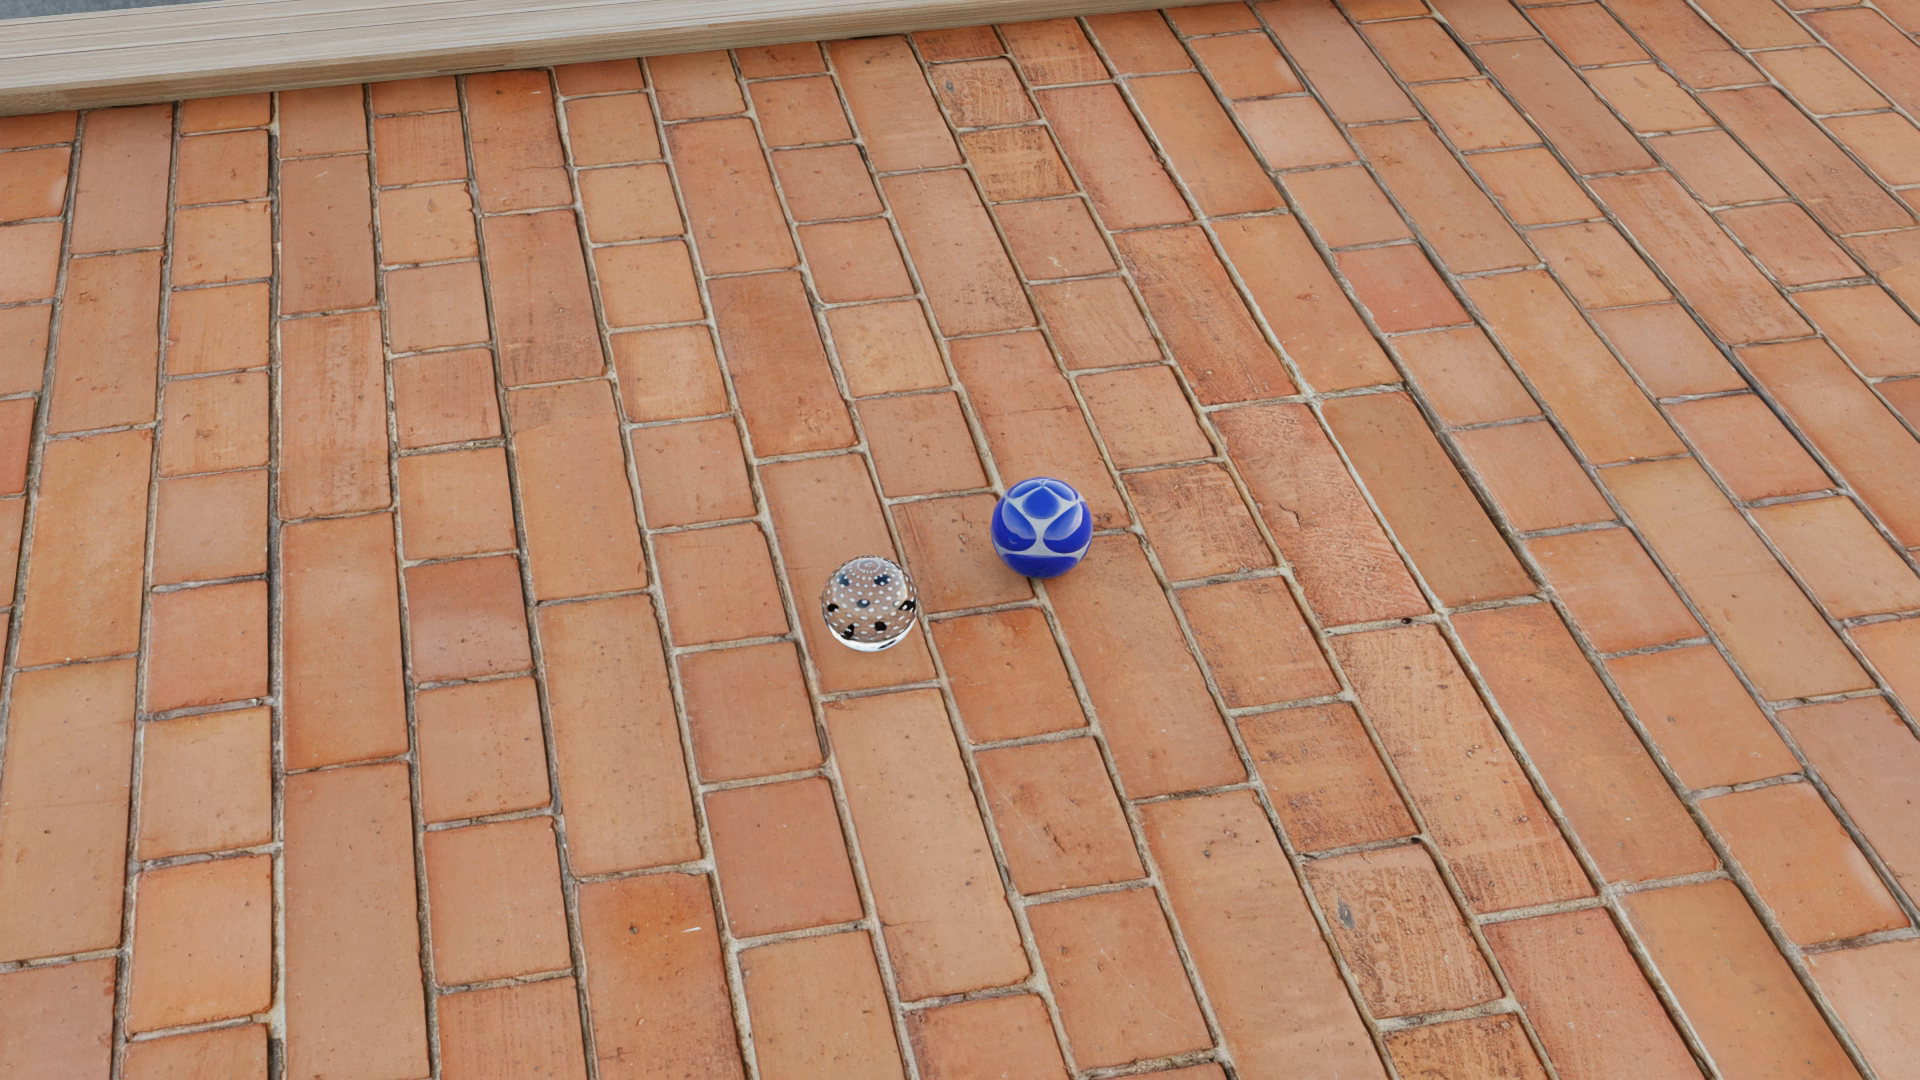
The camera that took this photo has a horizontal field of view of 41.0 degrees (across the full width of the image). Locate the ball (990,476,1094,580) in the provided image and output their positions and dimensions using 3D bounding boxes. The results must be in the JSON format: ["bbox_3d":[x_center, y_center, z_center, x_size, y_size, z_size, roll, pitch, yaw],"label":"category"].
[{"bbox_3d":[0.050,-0.007,1.582,0.064,0.064,0.064,0,36,0],"label":"ball"}]

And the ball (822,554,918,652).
[{"bbox_3d":[-0.054,0.038,1.525,0.058,0.058,0.058,0,36,0],"label":"ball"}]

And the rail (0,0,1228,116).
[{"bbox_3d":[0.580,-0.543,2.297,3.036,0.083,0.045,-7,37,-10],"label":"rail"}]
